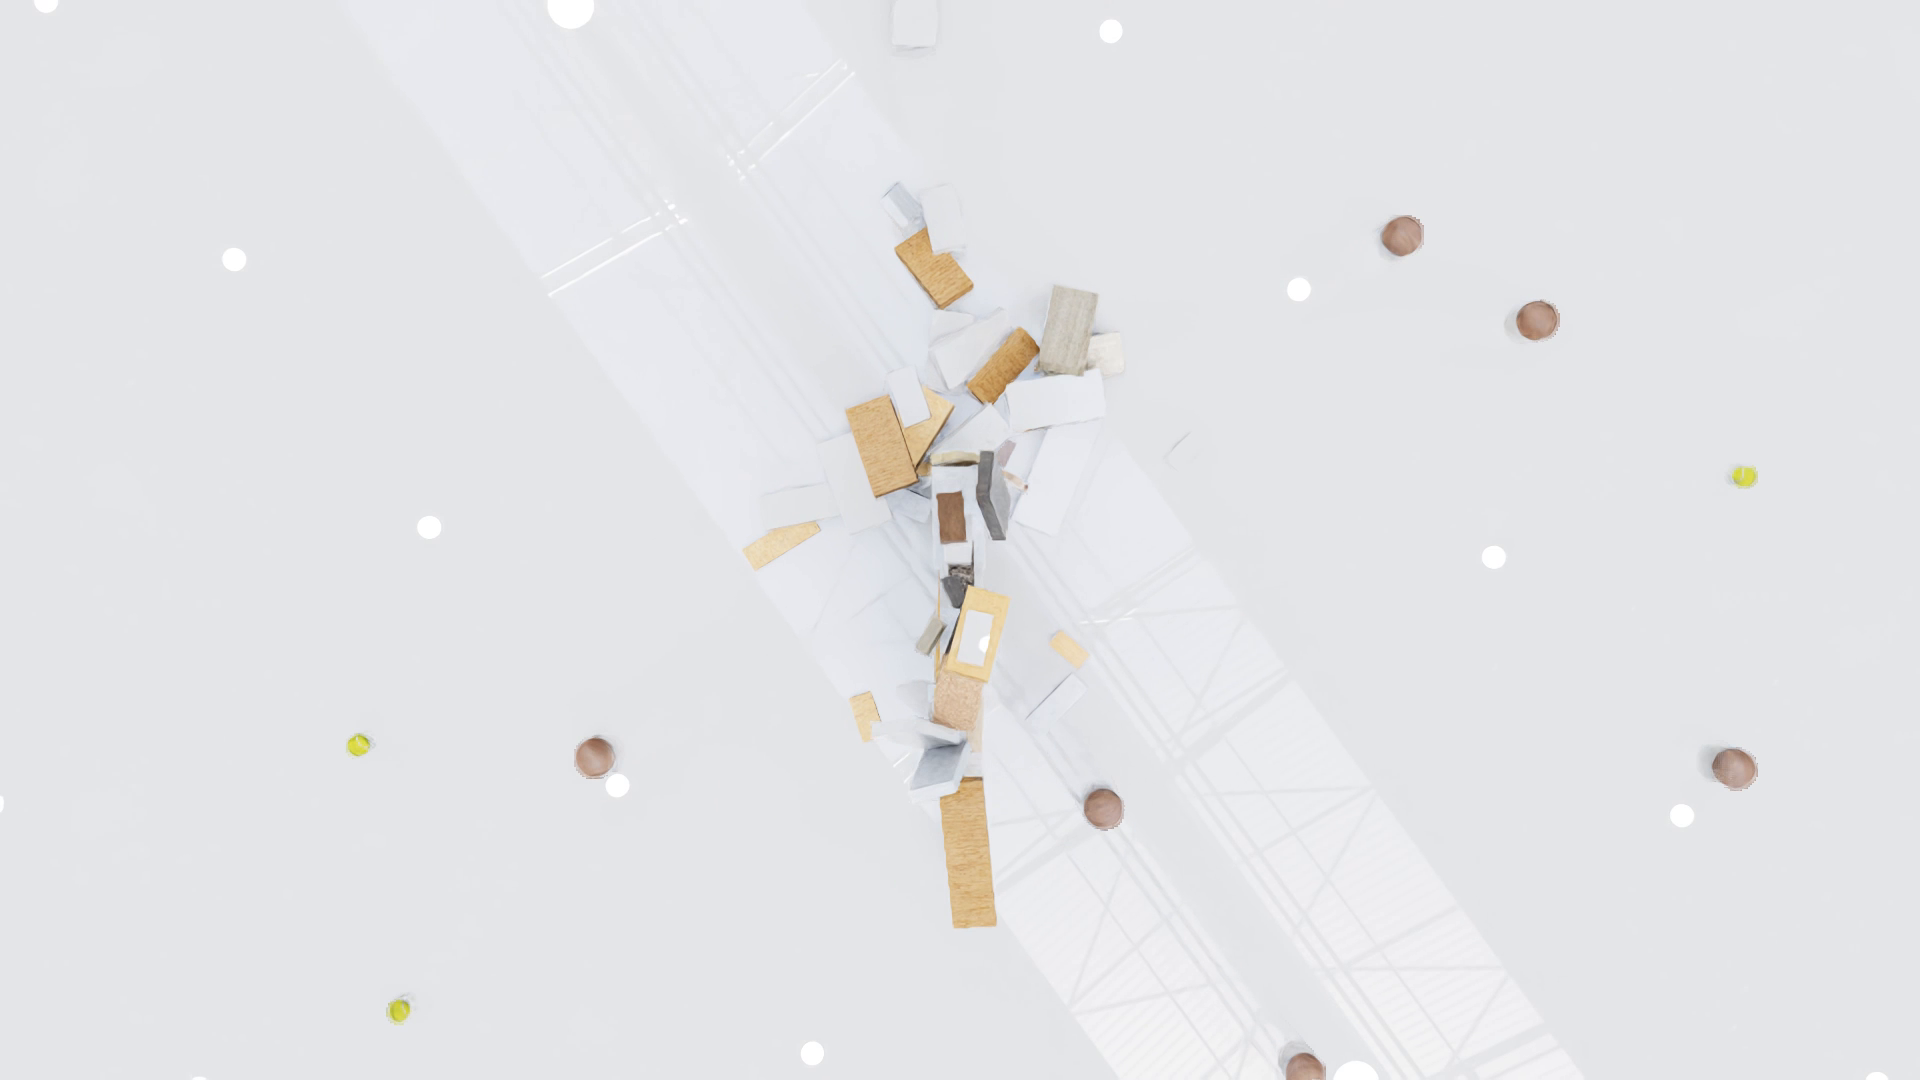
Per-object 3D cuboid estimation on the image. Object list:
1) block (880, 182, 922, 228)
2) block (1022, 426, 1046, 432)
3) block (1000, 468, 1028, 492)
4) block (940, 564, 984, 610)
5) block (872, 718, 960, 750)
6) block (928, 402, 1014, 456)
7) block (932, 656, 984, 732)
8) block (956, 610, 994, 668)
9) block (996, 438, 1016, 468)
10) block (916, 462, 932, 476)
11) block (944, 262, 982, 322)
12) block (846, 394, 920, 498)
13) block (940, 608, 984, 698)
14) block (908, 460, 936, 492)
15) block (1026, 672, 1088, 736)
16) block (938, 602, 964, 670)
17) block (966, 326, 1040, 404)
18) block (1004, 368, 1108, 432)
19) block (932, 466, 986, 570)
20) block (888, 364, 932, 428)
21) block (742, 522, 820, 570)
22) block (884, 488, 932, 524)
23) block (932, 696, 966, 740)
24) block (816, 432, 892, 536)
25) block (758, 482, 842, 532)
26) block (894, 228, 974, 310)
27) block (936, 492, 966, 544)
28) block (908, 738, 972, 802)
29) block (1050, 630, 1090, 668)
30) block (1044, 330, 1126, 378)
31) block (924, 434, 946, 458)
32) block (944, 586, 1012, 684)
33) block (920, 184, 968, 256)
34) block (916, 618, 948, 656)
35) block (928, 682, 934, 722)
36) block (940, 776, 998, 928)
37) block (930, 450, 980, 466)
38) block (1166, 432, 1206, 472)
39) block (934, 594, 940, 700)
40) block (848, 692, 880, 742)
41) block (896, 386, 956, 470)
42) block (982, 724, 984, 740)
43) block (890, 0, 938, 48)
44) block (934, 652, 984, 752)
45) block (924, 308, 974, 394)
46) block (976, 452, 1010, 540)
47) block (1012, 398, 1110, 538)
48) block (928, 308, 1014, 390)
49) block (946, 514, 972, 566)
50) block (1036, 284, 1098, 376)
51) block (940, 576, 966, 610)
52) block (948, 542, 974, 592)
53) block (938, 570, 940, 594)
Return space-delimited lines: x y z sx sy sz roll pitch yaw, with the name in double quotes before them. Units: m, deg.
"block" -0.192 -1.094 5.378 0.032 0.229 0.114 -35 103 21
"block" 0.288 -0.423 5.445 0.187 0.027 0.094 -14 87 4
"block" 0.142 -0.209 5.413 0.165 0.082 0.023 26 83 44
"block" 0.004 0.208 5.071 0.134 0.038 0.267 0 71 0
"block" -0.130 0.581 4.939 0.140 0.280 0.040 -12 70 26
"block" 0.035 -0.320 5.448 0.264 0.037 0.132 -41 113 -4
"block" -0.005 0.459 4.904 0.130 0.351 0.037 4 52 -4
"block" 0.043 0.282 4.735 0.077 0.022 0.154 12 71 0
"block" 0.148 -0.290 5.494 0.045 0.013 0.091 26 90 0
"block" -0.142 -0.235 5.472 0.091 0.013 0.045 0 90 0
"block" -0.007 -0.787 5.481 0.133 0.038 0.266 6 90 0
"block" -0.255 -0.308 5.403 0.153 0.043 0.305 -20 81 5
"block" 0.007 0.344 4.988 0.134 0.038 0.267 0 83 1
"block" -0.111 -0.218 5.489 0.152 0.022 0.076 -25 90 0
"block" 0.321 0.547 5.489 0.077 0.022 0.222 45 90 0
"block" 0.039 0.294 4.890 0.130 0.037 0.259 21 114 2
"block" 0.144 -0.568 5.434 0.264 0.132 0.037 -48 57 0
"block" 0.314 -0.457 5.399 0.312 0.044 0.156 -10 93 1
"block" -0.005 -0.069 5.153 0.162 0.046 0.323 -1 90 0
"block" -0.165 -0.471 5.412 0.094 0.027 0.187 -20 81 10
"block" -0.594 0.001 5.488 0.257 0.023 0.082 -32 90 0
"block" -0.176 -0.125 5.473 0.165 0.023 0.082 23 102 -5
"block" -0.032 0.578 5.081 0.102 0.029 0.203 1 108 2
"block" -0.348 -0.189 5.439 0.153 0.043 0.318 -20 82 -3
"block" -0.478 -0.121 5.464 0.359 0.032 0.114 -12 81 -3
"block" -0.085 -0.896 5.432 0.133 0.038 0.266 -35 72 -7
"block" -0.026 -0.069 5.090 0.081 0.023 0.161 -5 68 0
"block" -0.059 0.689 4.949 0.140 0.280 0.040 -16 106 15
"block" 0.364 0.365 5.491 0.128 0.018 0.064 41 90 0
"block" 0.408 -0.600 5.465 0.264 0.037 0.132 -12 104 0
"block" -0.125 -0.315 5.476 0.152 0.022 0.076 5 88 9
"block" 0.052 0.273 4.770 0.130 0.037 0.259 16 71 1
"block" -0.056 -1.058 5.447 0.114 0.032 0.229 -12 71 -1
"block" -0.087 0.290 4.965 0.015 0.054 0.107 37 82 -44
"block" -0.046 0.547 5.135 0.102 0.029 0.203 -2 90 1
"block" 0.025 0.996 5.249 0.140 0.040 0.512 -4 107 5
"block" 0.000 -0.251 5.158 0.094 0.187 0.027 -10 82 32
"block" 0.750 -0.293 5.491 0.064 0.018 0.128 44 90 0
"block" -0.006 0.341 5.067 0.134 0.038 0.351 2 68 1
"block" -0.309 0.589 5.489 0.077 0.022 0.154 -19 90 0
"block" -0.154 -0.357 5.437 0.145 0.041 0.290 32 93 11
"block" -0.003 0.609 5.346 0.153 0.307 0.043 0 90 0
"block" -0.143 -1.901 5.384 0.145 0.041 0.551 -3 106 -20
"block" -0.004 0.507 5.171 0.153 0.043 0.307 1 90 0
"block" -0.038 -0.622 5.450 0.133 0.038 0.266 8 104 1
"block" 0.104 -0.134 5.132 0.044 0.312 0.156 1 66 12
"block" 0.335 -0.264 5.478 0.156 0.044 0.486 22 90 0
"block" 0.050 -0.629 5.412 0.290 0.041 0.145 -32 118 -15
"block" -0.004 -0.002 5.090 0.081 0.023 0.161 1 68 0
"block" 0.354 -0.688 5.411 0.153 0.043 0.305 12 63 1
"block" -0.016 0.159 5.012 0.054 0.015 0.107 -12 58 -20
"block" 0.003 0.084 5.079 0.081 0.023 0.161 -1 68 0
"block" -0.005 0.222 5.232 0.125 0.035 0.250 0 90 0
